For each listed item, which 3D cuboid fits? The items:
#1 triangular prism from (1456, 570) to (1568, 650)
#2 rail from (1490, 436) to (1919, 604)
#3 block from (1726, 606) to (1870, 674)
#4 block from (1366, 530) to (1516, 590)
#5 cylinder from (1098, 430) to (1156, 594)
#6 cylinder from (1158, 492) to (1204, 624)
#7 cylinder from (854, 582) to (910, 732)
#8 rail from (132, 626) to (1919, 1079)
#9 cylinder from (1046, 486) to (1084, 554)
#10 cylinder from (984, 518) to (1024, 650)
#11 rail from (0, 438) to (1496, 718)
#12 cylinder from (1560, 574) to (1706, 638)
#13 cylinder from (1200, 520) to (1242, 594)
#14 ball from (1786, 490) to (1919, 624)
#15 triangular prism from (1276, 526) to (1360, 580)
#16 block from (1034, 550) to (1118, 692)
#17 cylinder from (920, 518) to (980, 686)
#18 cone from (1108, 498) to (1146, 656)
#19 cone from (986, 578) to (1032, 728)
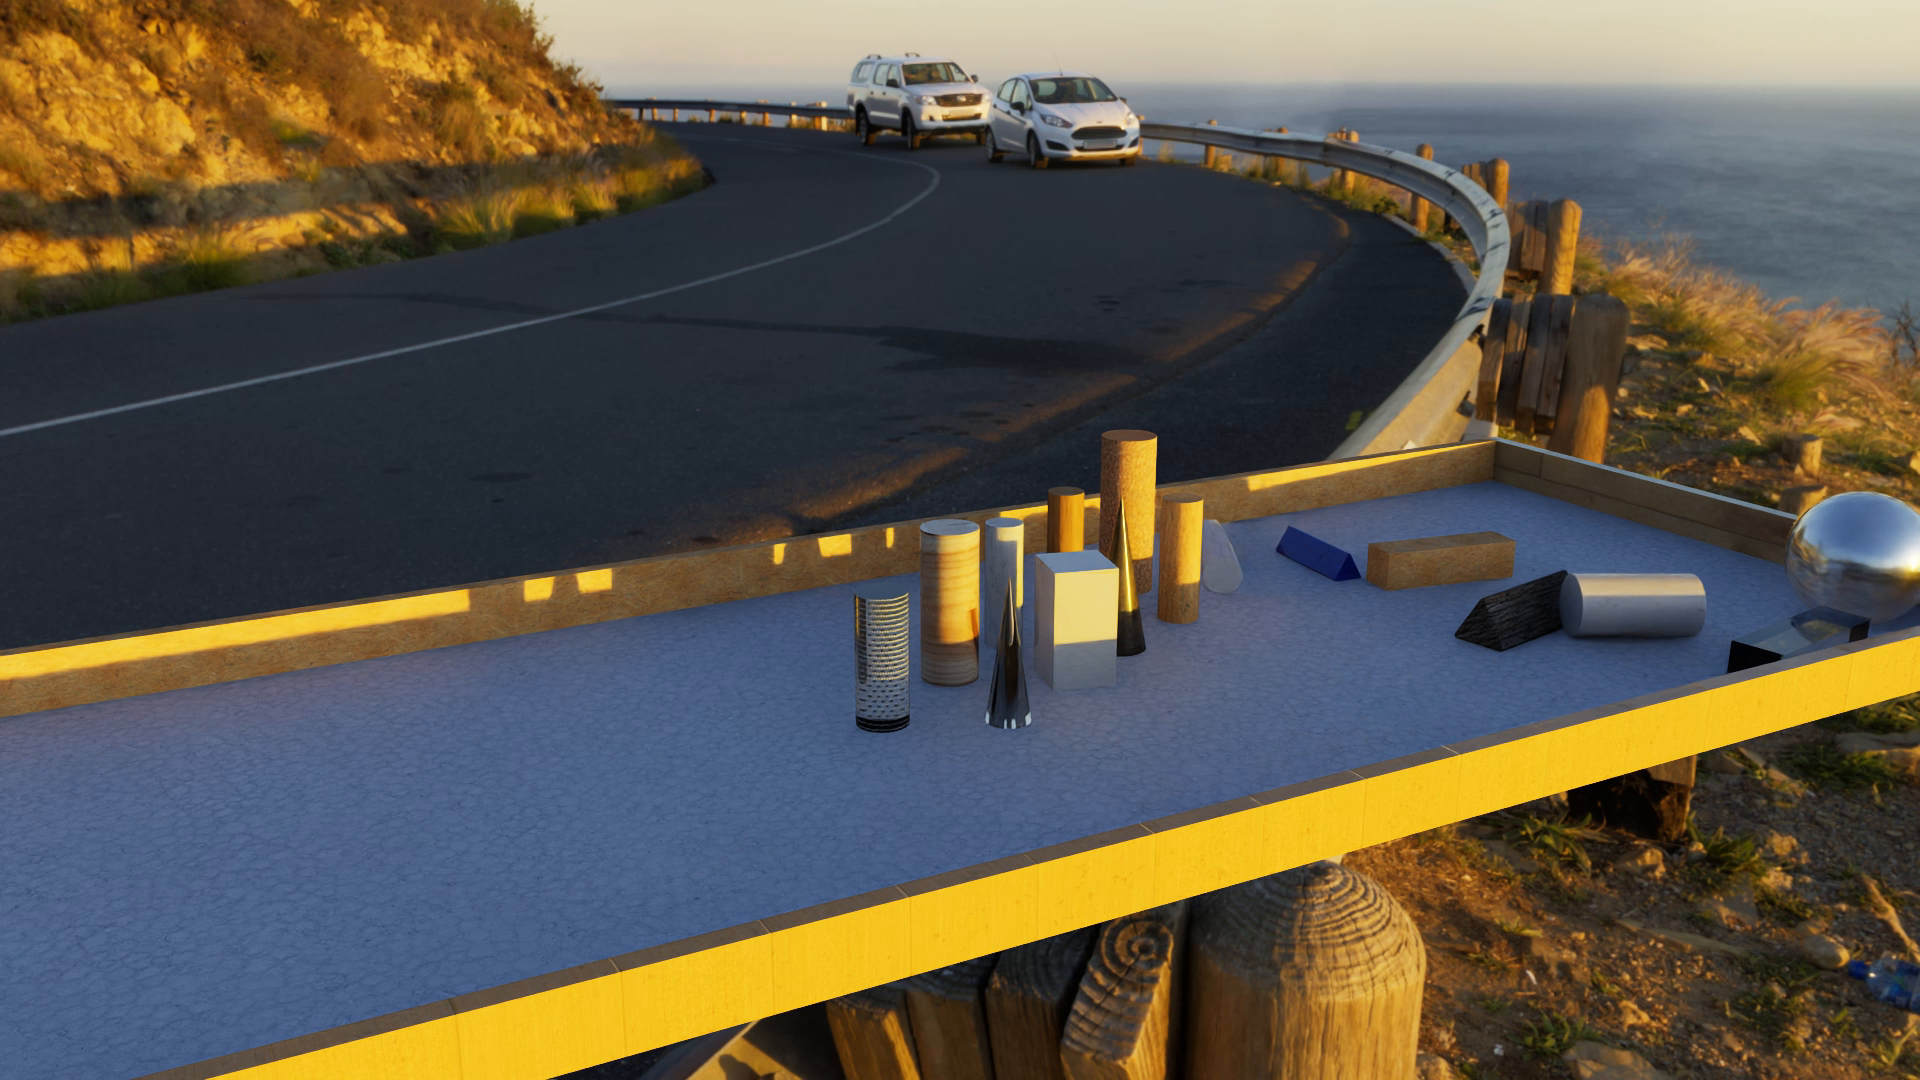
[{"bbox_3d":[1.537,0.180,4.506,0.397,0.127,0.147,-13,21,-38],"label":"triangular prism"},{"bbox_3d":[2.466,-0.048,5.253,0.050,0.150,2.100,-9,18,-27],"label":"rail"},{"bbox_3d":[2.105,0.288,4.141,0.429,0.132,0.132,-12,20,-35],"label":"block"},{"bbox_3d":[1.443,0.061,4.946,0.434,0.113,0.113,-5,17,-17],"label":"block"},{"bbox_3d":[0.488,-0.081,4.816,0.159,0.460,0.159,0,16,0],"label":"cylinder"},{"bbox_3d":[0.610,0.050,4.573,0.114,0.346,0.114,0,16,0],"label":"cylinder"},{"bbox_3d":[-0.182,0.274,3.846,0.128,0.325,0.128,0,16,0],"label":"cylinder"},{"bbox_3d":[-2.336,1.006,1.665,12.000,0.150,0.050,-9,18,-27],"label":"rail"},{"bbox_3d":[0.293,0.035,4.604,0.101,0.355,0.101,0,16,0],"label":"cylinder"},{"bbox_3d":[0.116,0.115,4.367,0.101,0.336,0.101,0,16,0],"label":"cylinder"},{"bbox_3d":[-3.305,0.497,3.399,12.000,0.150,0.050,-9,18,-27],"label":"rail"},{"bbox_3d":[1.812,0.177,4.450,0.327,0.170,0.170,0,16,0],"label":"cylinder"},{"bbox_3d":[0.774,0.046,4.999,0.112,0.112,0.413,1,16,2],"label":"cylinder"},{"bbox_3d":[2.480,0.047,4.545,0.367,0.367,0.367,0,16,0],"label":"ball"},{"bbox_3d":[1.103,0.035,5.085,0.092,0.080,0.331,-7,18,-20],"label":"triangular prism"},{"bbox_3d":[0.289,0.199,4.134,0.164,0.306,0.164,-4,17,-14],"label":"block"},{"bbox_3d":[-0.025,0.157,4.124,0.148,0.393,0.148,0,16,0],"label":"cylinder"},{"bbox_3d":[0.419,0.082,4.329,0.150,0.421,0.150,0,16,0],"label":"cone"},{"bbox_3d":[0.115,0.253,3.855,0.109,0.361,0.109,0,16,0],"label":"cone"}]
